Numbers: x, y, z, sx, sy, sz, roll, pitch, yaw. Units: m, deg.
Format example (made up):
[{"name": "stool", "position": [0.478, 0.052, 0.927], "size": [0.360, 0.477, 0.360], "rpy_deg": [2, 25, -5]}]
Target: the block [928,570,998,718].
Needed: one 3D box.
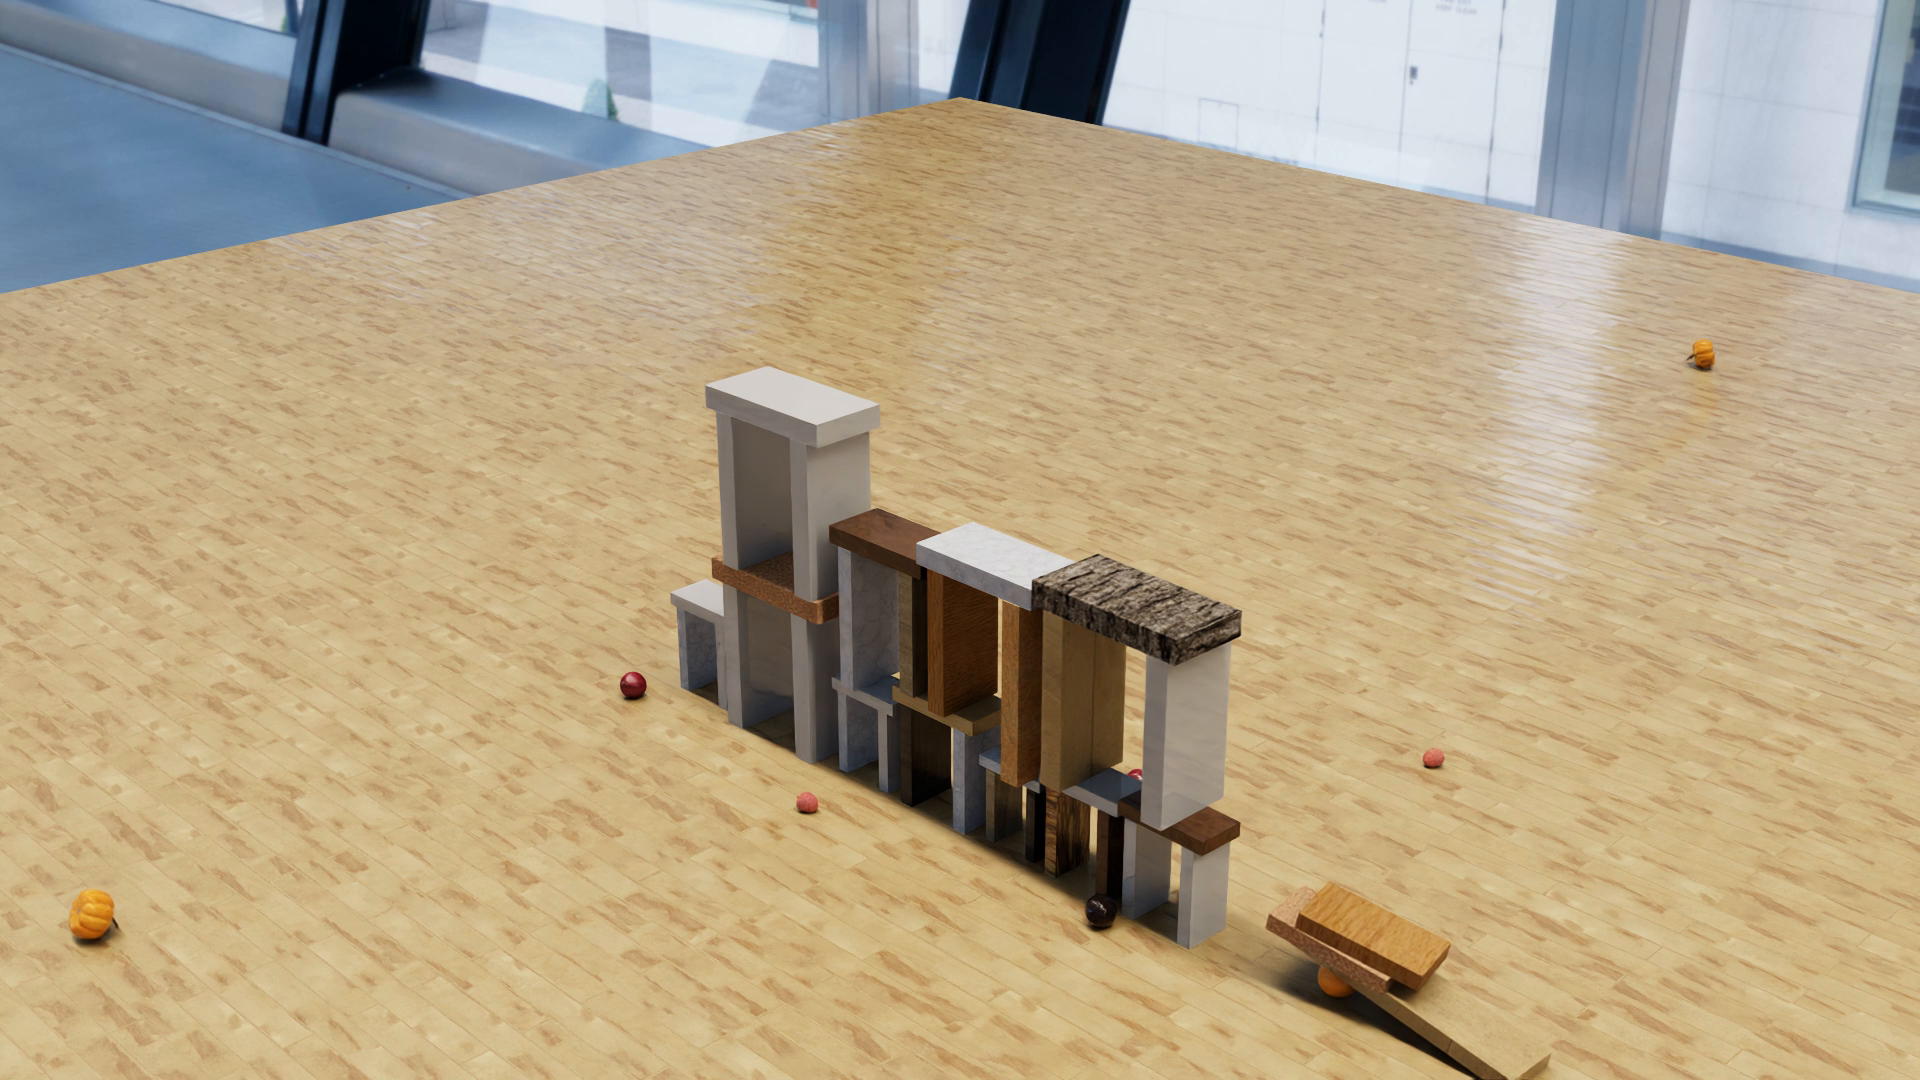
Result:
[{"name": "block", "position": [0.006, 0.179, 4.286], "size": [0.043, 0.304, 0.152], "rpy_deg": [21, 31, 41]}]

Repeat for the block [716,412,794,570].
[{"name": "block", "position": [-0.424, -0.124, 4.629], "size": [0.049, 0.344, 0.172], "rpy_deg": [21, 31, 41]}]

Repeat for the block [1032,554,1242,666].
[{"name": "block", "position": [0.312, 0.121, 3.924], "size": [0.174, 0.049, 0.347], "rpy_deg": [-20, 30, -39]}]

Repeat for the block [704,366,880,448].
[{"name": "block", "position": [-0.343, -0.274, 4.479], "size": [0.344, 0.049, 0.172], "rpy_deg": [21, 31, 40]}]

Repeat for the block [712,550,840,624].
[{"name": "block", "position": [-0.352, 0.082, 4.645], "size": [0.337, 0.048, 0.168], "rpy_deg": [21, 31, 40]}]

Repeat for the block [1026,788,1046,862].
[{"name": "block", "position": [0.164, 0.540, 4.280], "size": [0.081, 0.162, 0.023], "rpy_deg": [-21, 31, -41]}]

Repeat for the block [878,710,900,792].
[{"name": "block", "position": [-0.125, 0.421, 4.533], "size": [0.026, 0.184, 0.092], "rpy_deg": [21, 31, 41]}]

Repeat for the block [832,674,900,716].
[{"name": "block", "position": [-0.169, 0.308, 4.532], "size": [0.184, 0.026, 0.092], "rpy_deg": [21, 31, 41]}]

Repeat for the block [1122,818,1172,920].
[{"name": "block", "position": [0.349, 0.595, 4.095], "size": [0.103, 0.205, 0.029], "rpy_deg": [-20, 30, -39]}]

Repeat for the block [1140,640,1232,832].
[{"name": "block", "position": [0.405, 0.331, 3.937], "size": [0.174, 0.347, 0.049], "rpy_deg": [-21, 31, -40]}]

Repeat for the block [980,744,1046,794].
[{"name": "block", "position": [0.123, 0.441, 4.278], "size": [0.081, 0.023, 0.162], "rpy_deg": [-21, 31, -40]}]

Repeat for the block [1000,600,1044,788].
[{"name": "block", "position": [0.147, 0.270, 4.167], "size": [0.043, 0.378, 0.152], "rpy_deg": [21, 31, 41]}]

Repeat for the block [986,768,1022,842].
[{"name": "block", "position": [0.088, 0.510, 4.350], "size": [0.023, 0.162, 0.081], "rpy_deg": [21, 31, 41]}]

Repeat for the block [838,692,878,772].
[{"name": "block", "position": [-0.212, 0.387, 4.613], "size": [0.026, 0.184, 0.092], "rpy_deg": [21, 31, 41]}]

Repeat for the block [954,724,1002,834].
[{"name": "block", "position": [0.038, 0.462, 4.382], "size": [0.032, 0.227, 0.113], "rpy_deg": [21, 31, 41]}]

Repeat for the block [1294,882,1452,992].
[{"name": "block", "position": [0.712, 0.682, 3.794], "size": [0.237, 0.034, 0.118], "rpy_deg": [25, 34, 27]}]

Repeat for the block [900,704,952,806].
[{"name": "block", "position": [-0.069, 0.420, 4.481], "size": [0.032, 0.227, 0.113], "rpy_deg": [21, 31, 41]}]

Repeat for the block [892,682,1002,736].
[{"name": "block", "position": [-0.016, 0.322, 4.381], "size": [0.227, 0.032, 0.113], "rpy_deg": [21, 31, 41]}]

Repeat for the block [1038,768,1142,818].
[{"name": "block", "position": [0.254, 0.459, 4.142], "size": [0.196, 0.028, 0.098], "rpy_deg": [21, 31, 40]}]

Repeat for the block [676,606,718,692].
[{"name": "block", "position": [-0.585, 0.230, 4.959], "size": [0.101, 0.203, 0.029], "rpy_deg": [-21, 31, -41]}]

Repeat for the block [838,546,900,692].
[{"name": "block", "position": [-0.184, 0.143, 4.487], "size": [0.037, 0.313, 0.132], "rpy_deg": [21, 31, 41]}]

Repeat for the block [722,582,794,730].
[{"name": "block", "position": [-0.431, 0.228, 4.792], "size": [0.168, 0.337, 0.048], "rpy_deg": [-21, 31, -41]}]

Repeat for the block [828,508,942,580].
[{"name": "block", "position": [-0.122, 0.006, 4.361], "size": [0.132, 0.037, 0.264], "rpy_deg": [-21, 31, -41]}]

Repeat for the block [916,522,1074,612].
[{"name": "block", "position": [0.077, 0.047, 4.153], "size": [0.152, 0.043, 0.304], "rpy_deg": [-21, 31, -40]}]

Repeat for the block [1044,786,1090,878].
[{"name": "block", "position": [0.208, 0.543, 4.229], "size": [0.028, 0.196, 0.098], "rpy_deg": [21, 31, 40]}]

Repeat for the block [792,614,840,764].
[{"name": "block", "position": [-0.272, 0.290, 4.647], "size": [0.048, 0.337, 0.168], "rpy_deg": [21, 31, 41]}]

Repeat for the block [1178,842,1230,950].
[{"name": "block", "position": [0.444, 0.634, 4.005], "size": [0.103, 0.205, 0.029], "rpy_deg": [-20, 30, -39]}]

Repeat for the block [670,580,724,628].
[{"name": "block", "position": [-0.537, 0.143, 4.868], "size": [0.202, 0.029, 0.101], "rpy_deg": [21, 31, 40]}]

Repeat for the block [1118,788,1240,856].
[{"name": "block", "position": [0.398, 0.506, 4.005], "size": [0.103, 0.029, 0.205], "rpy_deg": [-20, 30, -39]}]

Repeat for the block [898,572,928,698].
[{"name": "block", "position": [-0.060, 0.169, 4.362], "size": [0.037, 0.264, 0.132], "rpy_deg": [21, 31, 41]}]

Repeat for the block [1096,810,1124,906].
[{"name": "block", "position": [0.299, 0.580, 4.142], "size": [0.028, 0.196, 0.098], "rpy_deg": [20, 30, 39]}]

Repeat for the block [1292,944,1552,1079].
[{"name": "block", "position": [0.783, 0.781, 3.775], "size": [0.118, 0.034, 0.471], "rpy_deg": [-20, 40, -40]}]

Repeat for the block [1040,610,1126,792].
[{"name": "block", "position": [0.230, 0.274, 4.082], "size": [0.174, 0.358, 0.049], "rpy_deg": [-20, 30, -39]}]

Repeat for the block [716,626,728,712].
[{"name": "block", "position": [-0.490, 0.268, 4.870], "size": [0.029, 0.203, 0.101], "rpy_deg": [21, 31, 41]}]

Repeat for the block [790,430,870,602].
[{"name": "block", "position": [-0.261, -0.061, 4.481], "size": [0.049, 0.344, 0.172], "rpy_deg": [21, 31, 40]}]

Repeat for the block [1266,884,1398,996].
[{"name": "block", "position": [0.665, 0.694, 3.829], "size": [0.237, 0.034, 0.118], "rpy_deg": [27, 35, 30]}]
